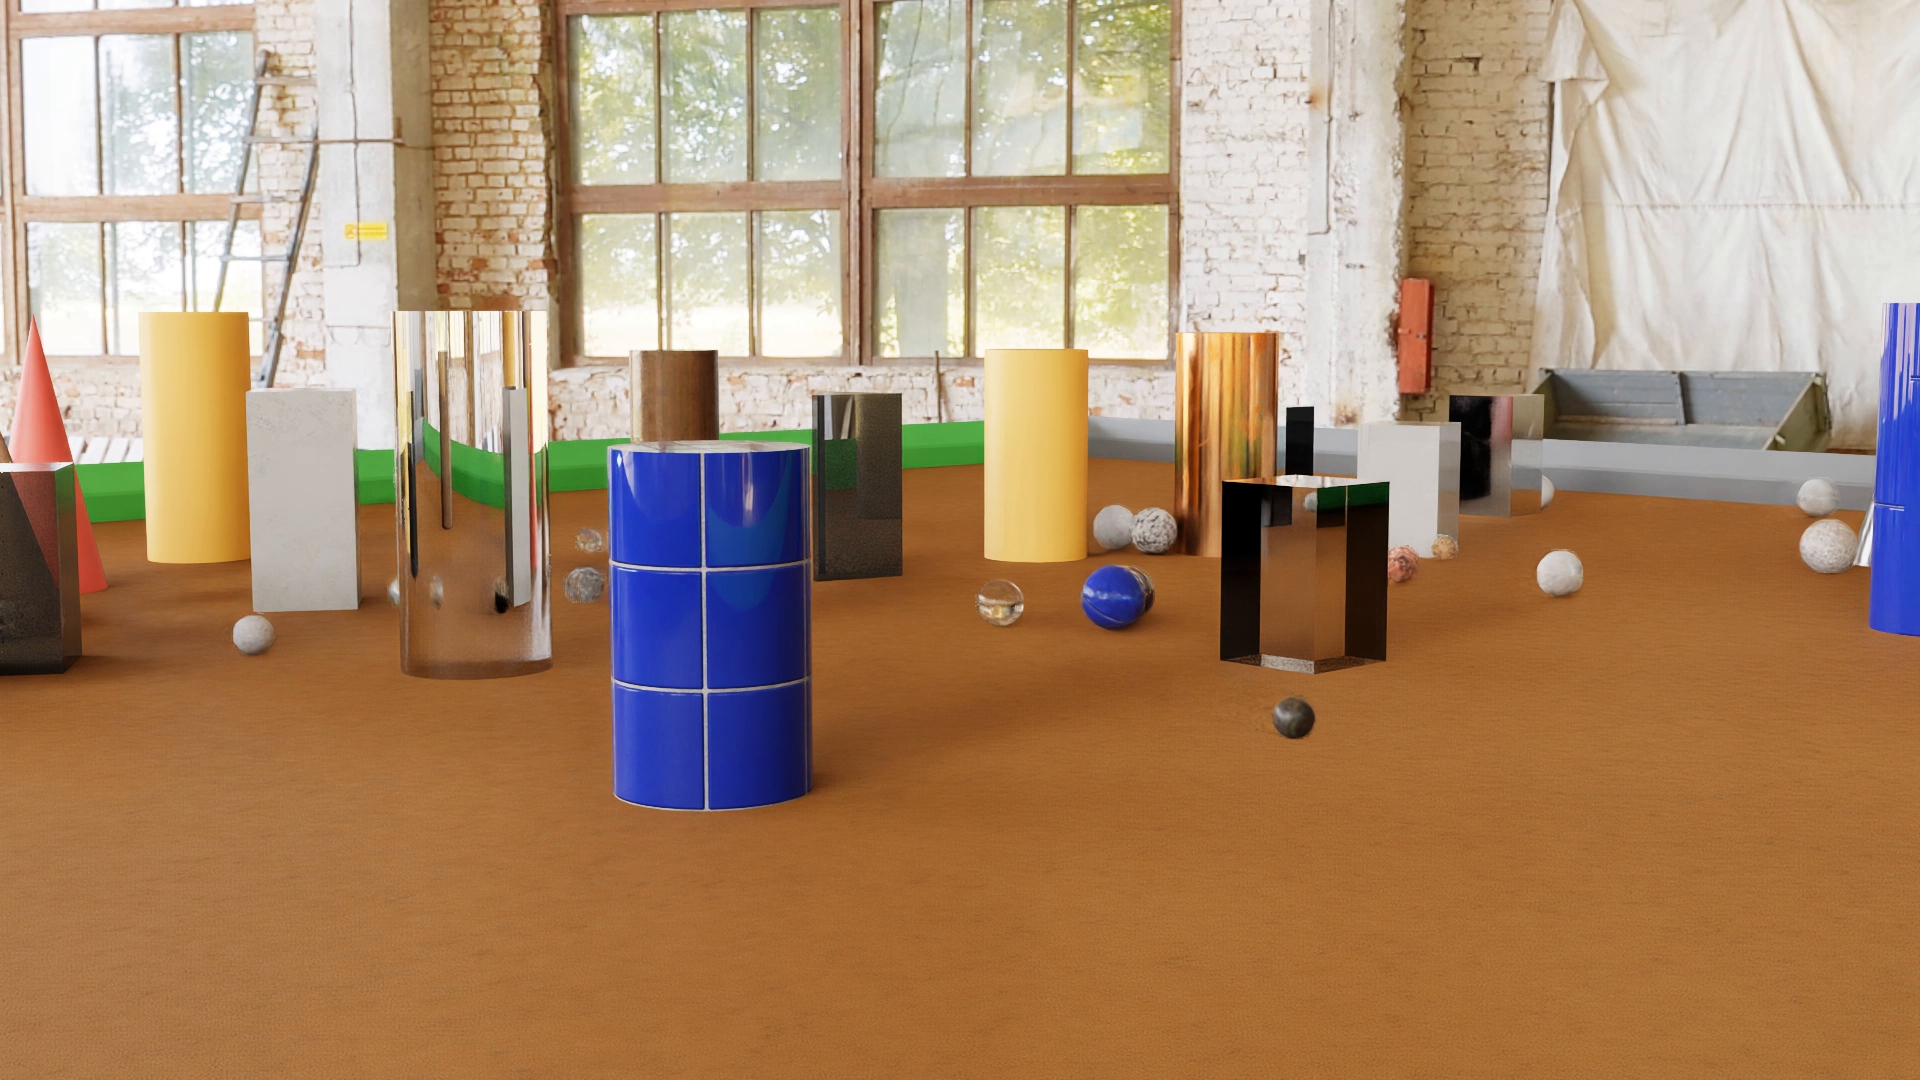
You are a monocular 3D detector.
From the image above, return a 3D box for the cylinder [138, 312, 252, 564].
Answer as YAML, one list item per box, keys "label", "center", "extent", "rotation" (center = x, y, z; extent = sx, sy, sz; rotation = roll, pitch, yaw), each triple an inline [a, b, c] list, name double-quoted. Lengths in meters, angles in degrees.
- label: "cylinder"
  center: [-1.347, -0.185, 3.888]
  extent: [0.184, 0.434, 0.184]
  rotation: [0, 6, 0]

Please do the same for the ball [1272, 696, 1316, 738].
- label: "ball"
  center: [0.345, 0.184, 2.271]
  extent: [0.043, 0.043, 0.043]
  rotation: [0, 6, 0]

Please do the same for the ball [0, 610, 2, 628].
- label: "ball"
  center: [-1.307, 0.105, 2.928]
  extent: [0.060, 0.060, 0.060]
  rotation: [0, 6, 0]

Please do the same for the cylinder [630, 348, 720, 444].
- label: "cylinder"
  center: [-0.592, -0.218, 4.570]
  extent: [0.184, 0.354, 0.184]
  rotation: [0, 6, 0]

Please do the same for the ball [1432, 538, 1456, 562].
- label: "ball"
  center: [0.848, 0.016, 3.851]
  extent: [0.042, 0.042, 0.042]
  rotation: [0, 6, 0]

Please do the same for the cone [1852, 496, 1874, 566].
- label: "cone"
  center: [1.639, -0.109, 3.797]
  extent: [0.184, 0.302, 0.184]
  rotation: [0, 6, 0]

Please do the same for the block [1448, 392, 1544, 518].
- label: "block"
  center: [1.151, -0.185, 4.728]
  extent: [0.147, 0.255, 0.147]
  rotation: [5, 8, 40]

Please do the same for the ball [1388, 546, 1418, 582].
- label: "ball"
  center: [0.713, 0.039, 3.559]
  extent: [0.057, 0.057, 0.057]
  rotation: [0, 6, 0]

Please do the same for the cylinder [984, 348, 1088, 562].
- label: "cylinder"
  center: [0.135, -0.154, 3.906]
  extent: [0.184, 0.368, 0.184]
  rotation: [0, 6, 0]

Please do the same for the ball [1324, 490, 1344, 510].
- label: "ball"
  center: [0.817, -0.087, 4.808]
  extent: [0.043, 0.043, 0.043]
  rotation: [0, 6, 0]

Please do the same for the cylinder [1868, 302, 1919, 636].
- label: "cylinder"
  center: [1.355, -0.100, 3.015]
  extent: [0.184, 0.449, 0.184]
  rotation: [0, 6, 0]

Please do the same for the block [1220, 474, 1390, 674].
- label: "block"
  center: [0.432, 0.039, 2.757]
  extent: [0.147, 0.227, 0.147]
  rotation: [-6, 8, -43]

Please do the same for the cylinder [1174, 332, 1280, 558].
- label: "cylinder"
  center: [0.481, -0.176, 3.977]
  extent: [0.184, 0.397, 0.184]
  rotation: [0, 6, 0]

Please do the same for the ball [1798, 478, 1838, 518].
- label: "ball"
  center: [1.817, -0.089, 4.655]
  extent: [0.081, 0.081, 0.081]
  rotation: [0, 6, 0]

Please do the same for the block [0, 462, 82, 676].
- label: "block"
  center: [-1.178, 0.034, 2.713]
  extent: [0.147, 0.247, 0.147]
  rotation: [-1, 6, -13]

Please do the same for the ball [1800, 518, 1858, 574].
- label: "ball"
  center: [1.449, 0.010, 3.666]
  extent: [0.092, 0.092, 0.092]
  rotation: [0, 6, 0]

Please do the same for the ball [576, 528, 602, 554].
- label: "ball"
  center: [-0.671, 0.001, 3.977]
  extent: [0.044, 0.044, 0.044]
  rotation: [0, 6, 0]

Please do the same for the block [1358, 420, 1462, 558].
- label: "block"
  center: [0.813, -0.095, 3.985]
  extent: [0.147, 0.234, 0.147]
  rotation: [3, 7, 27]

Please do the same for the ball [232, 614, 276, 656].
- label: "ball"
  center: [-0.903, 0.121, 2.814]
  extent: [0.052, 0.052, 0.052]
  rotation: [0, 6, 0]

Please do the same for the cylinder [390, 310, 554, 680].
- label: "cylinder"
  center: [-0.597, -0.060, 2.695]
  extent: [0.184, 0.438, 0.184]
  rotation: [0, 6, 0]

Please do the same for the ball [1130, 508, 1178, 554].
- label: "ball"
  center: [0.349, -0.016, 3.954]
  extent: [0.084, 0.084, 0.084]
  rotation: [0, 6, 0]

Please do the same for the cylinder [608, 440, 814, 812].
- label: "cylinder"
  center: [-0.228, 0.073, 2.019]
  extent: [0.184, 0.317, 0.184]
  rotation: [0, 6, 0]

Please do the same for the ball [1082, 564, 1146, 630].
- label: "ball"
  center: [0.212, 0.079, 3.030]
  extent: [0.090, 0.090, 0.090]
  rotation: [0, 6, 0]

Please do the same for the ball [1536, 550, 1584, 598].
- label: "ball"
  center: [0.921, 0.052, 3.375]
  extent: [0.071, 0.071, 0.071]
  rotation: [0, 6, 0]

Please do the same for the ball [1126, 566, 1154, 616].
- label: "ball"
  center: [0.237, 0.076, 3.123]
  extent: [0.077, 0.077, 0.077]
  rotation: [0, 6, 0]

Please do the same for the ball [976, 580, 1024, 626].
- label: "ball"
  center: [0.056, 0.088, 3.065]
  extent: [0.066, 0.066, 0.066]
  rotation: [0, 6, 0]

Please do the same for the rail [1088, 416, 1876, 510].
- label: "rail"
  center: [1.778, -0.142, 4.964]
  extent: [0.045, 0.120, 4.212]
  rotation: [-6, 8, -42]

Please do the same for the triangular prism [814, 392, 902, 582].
- label: "triangular prism"
  center: [-0.198, -0.093, 3.651]
  extent: [0.160, 0.302, 0.138]
  rotation: [-3, 7, -29]

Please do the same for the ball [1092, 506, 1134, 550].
- label: "ball"
  center: [0.283, -0.022, 4.021]
  extent: [0.082, 0.082, 0.082]
  rotation: [0, 6, 0]

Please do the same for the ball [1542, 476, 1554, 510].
- label: "ball"
  center: [1.255, -0.104, 4.799]
  extent: [0.080, 0.080, 0.080]
  rotation: [0, 6, 0]

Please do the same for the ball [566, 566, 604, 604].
- label: "ball"
  center: [-0.563, 0.068, 3.297]
  extent: [0.057, 0.057, 0.057]
  rotation: [0, 6, 0]

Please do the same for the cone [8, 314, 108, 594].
- label: "cone"
  center: [-1.442, -0.138, 3.445]
  extent: [0.184, 0.434, 0.184]
  rotation: [0, 6, 0]

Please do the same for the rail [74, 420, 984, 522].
- label: "rail"
  center: [-1.412, -0.131, 4.854]
  extent: [4.886, 0.120, 0.045]
  rotation: [-6, 8, -42]

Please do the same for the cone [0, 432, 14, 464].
- label: "cone"
  center: [-1.340, -0.022, 3.078]
  extent: [0.184, 0.281, 0.184]
  rotation: [0, 6, 0]

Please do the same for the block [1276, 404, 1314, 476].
- label: "block"
  center: [0.623, -0.157, 4.536]
  extent: [0.147, 0.240, 0.147]
  rotation: [-5, 8, -37]

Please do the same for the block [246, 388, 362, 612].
- label: "block"
  center: [-0.976, -0.064, 3.279]
  extent: [0.147, 0.321, 0.147]
  rotation: [-1, 6, -12]

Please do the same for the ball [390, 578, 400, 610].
- label: "ball"
  center: [-0.805, 0.078, 3.212]
  extent: [0.054, 0.054, 0.054]
  rotation: [0, 6, 0]
